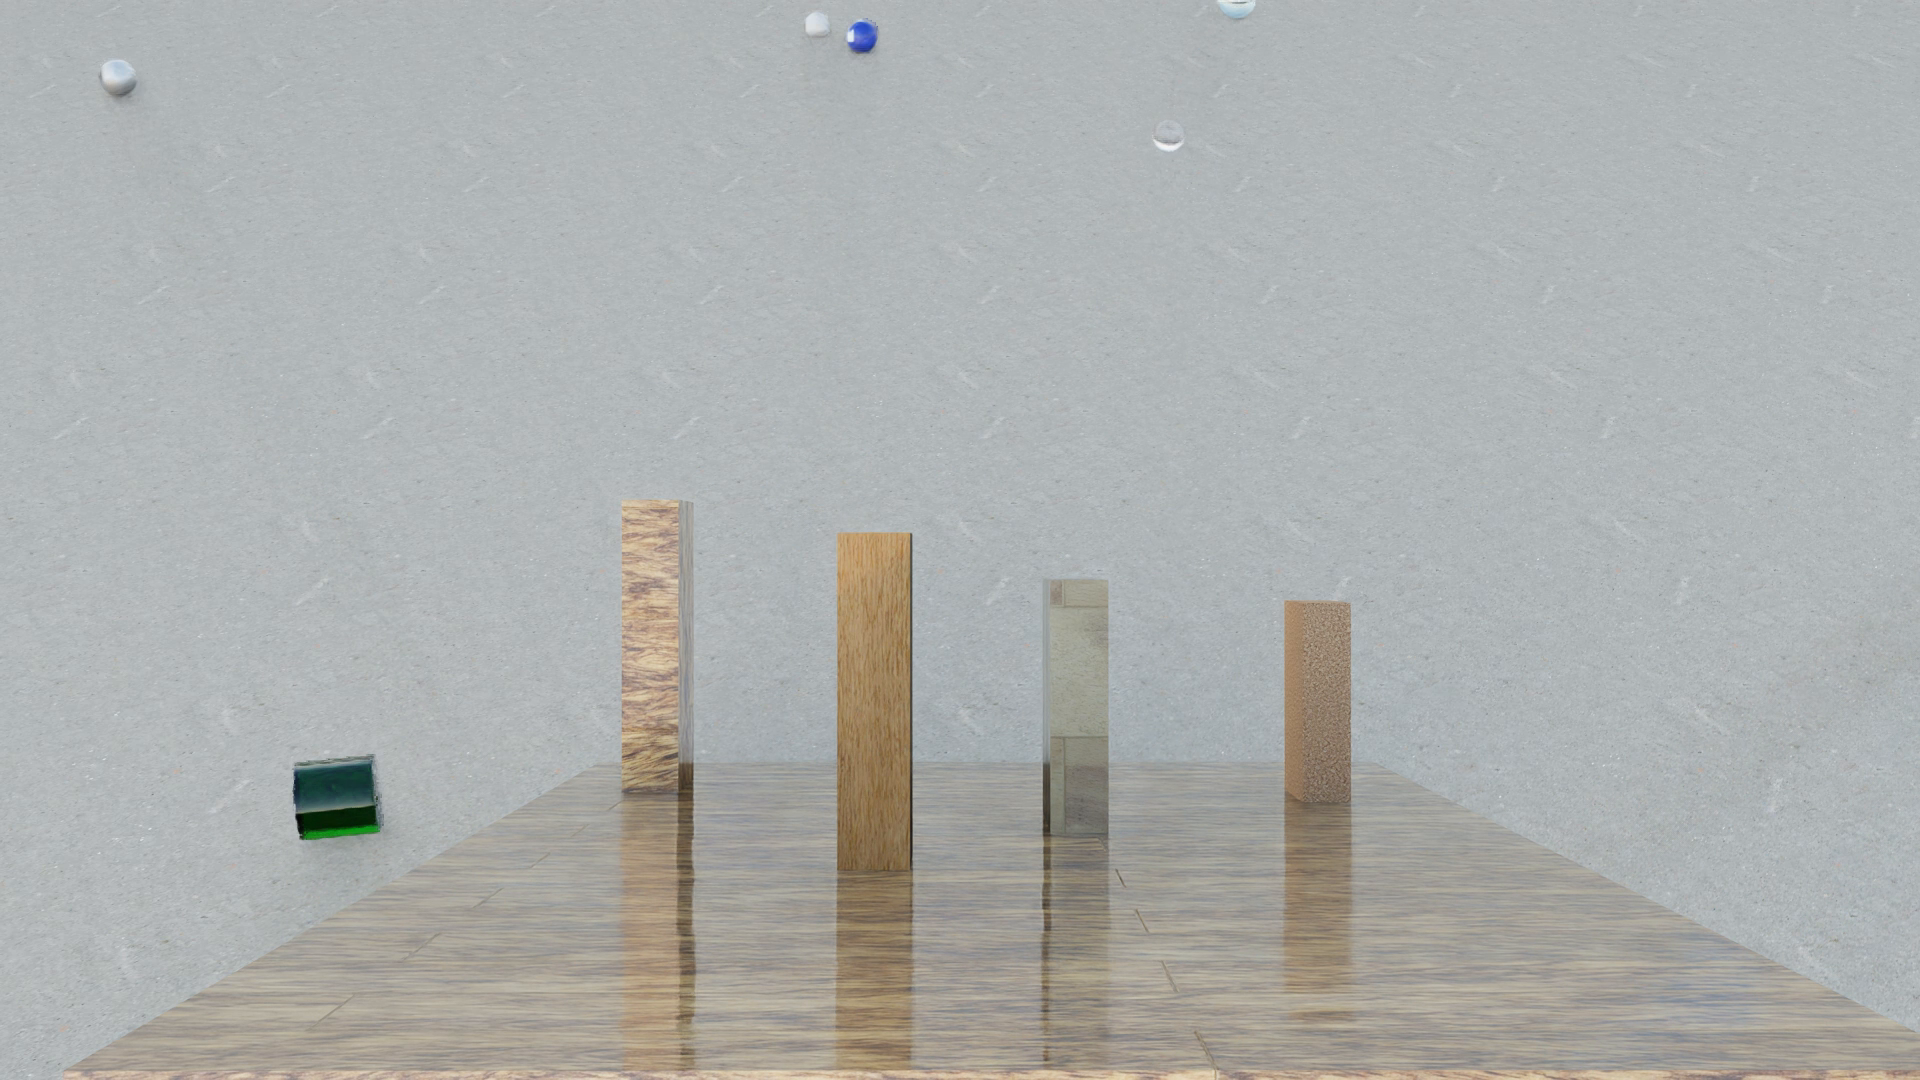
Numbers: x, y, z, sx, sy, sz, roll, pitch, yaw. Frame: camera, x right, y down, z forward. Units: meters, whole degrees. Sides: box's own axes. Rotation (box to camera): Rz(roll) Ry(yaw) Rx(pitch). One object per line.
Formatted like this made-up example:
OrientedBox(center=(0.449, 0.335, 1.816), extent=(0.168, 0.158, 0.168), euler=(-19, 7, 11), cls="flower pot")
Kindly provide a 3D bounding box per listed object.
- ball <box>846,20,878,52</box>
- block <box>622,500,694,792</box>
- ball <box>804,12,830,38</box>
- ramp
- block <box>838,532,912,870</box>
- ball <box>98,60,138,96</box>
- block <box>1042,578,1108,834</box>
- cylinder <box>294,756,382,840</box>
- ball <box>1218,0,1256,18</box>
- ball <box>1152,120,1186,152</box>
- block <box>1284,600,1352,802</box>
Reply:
OrientedBox(center=(-0.431, -2.209, 11.359), extent=(0.140, 0.140, 0.140), euler=(0, 31, 0), cls="ball")
OrientedBox(center=(-0.700, 0.240, 6.013), extent=(0.128, 0.660, 0.337), euler=(0, 0, 0), cls="block")
OrientedBox(center=(-0.635, -2.290, 11.521), extent=(0.113, 0.113, 0.113), euler=(0, 31, 0), cls="ball")
OrientedBox(center=(0.069, 0.612, 4.684), extent=(2.000, 0.100, 4.000), euler=(0, 0, 0), cls="ramp")
OrientedBox(center=(-0.147, 0.274, 4.524), extent=(0.124, 0.573, 0.254), euler=(0, 0, 0), cls="block")
OrientedBox(center=(-3.548, -1.948, 10.911), extent=(0.153, 0.153, 0.153), euler=(0, 31, 0), cls="ball")
OrientedBox(center=(0.229, 0.321, 5.196), extent=(0.112, 0.486, 0.445), euler=(0, 0, 0), cls="block")
OrientedBox(center=(-1.569, 0.652, 6.531), extent=(0.193, 0.193, 0.193), euler=(-5, 31, -9), cls="cylinder")
OrientedBox(center=(1.256, -2.451, 11.734), extent=(0.172, 0.172, 0.172), euler=(0, 31, 0), cls="ball")
OrientedBox(center=(0.839, -1.624, 10.394), extent=(0.128, 0.128, 0.128), euler=(0, 31, 0), cls="ball")
OrientedBox(center=(0.793, 0.352, 5.752), extent=(0.104, 0.431, 0.312), euler=(0, 0, 0), cls="block")
